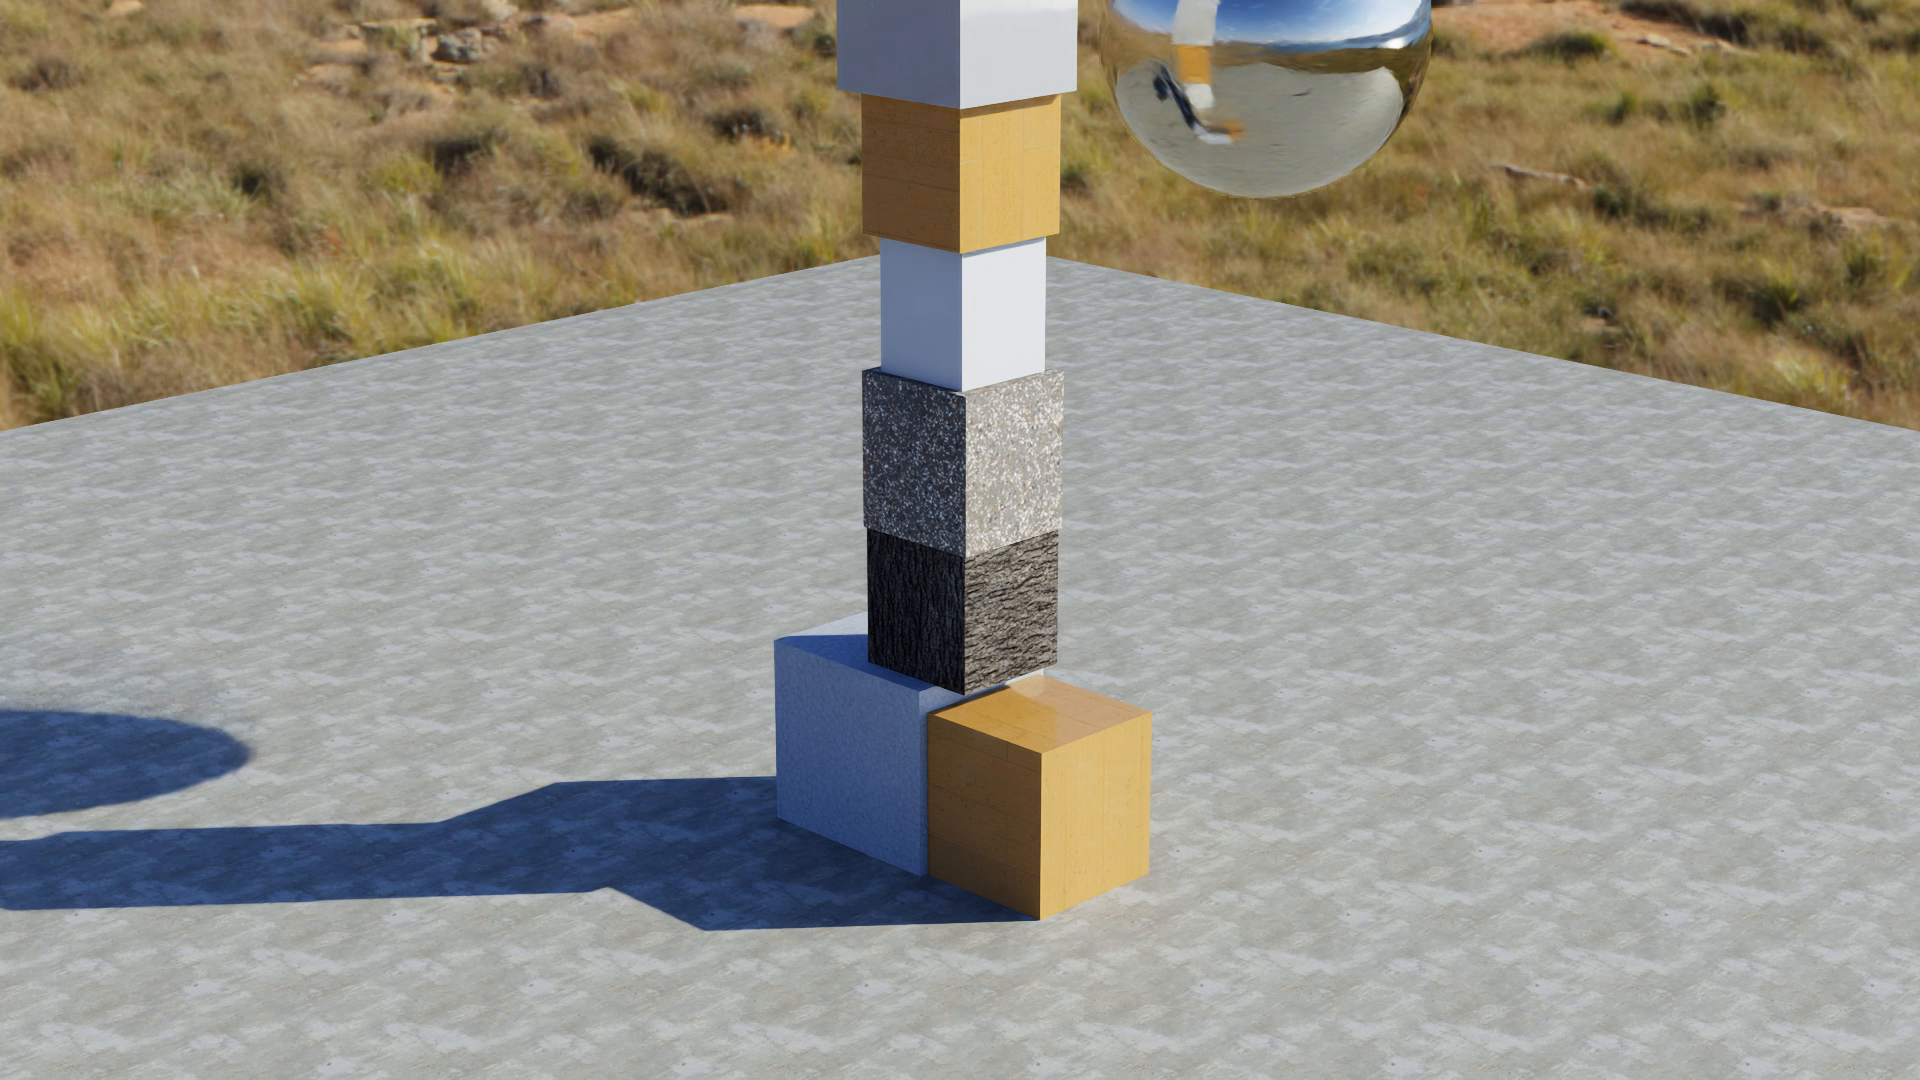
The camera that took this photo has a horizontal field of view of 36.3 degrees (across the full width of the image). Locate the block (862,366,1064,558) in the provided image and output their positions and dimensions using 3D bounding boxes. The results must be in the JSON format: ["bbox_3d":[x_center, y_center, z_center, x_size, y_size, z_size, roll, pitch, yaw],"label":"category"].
[{"bbox_3d":[0.012,-0.406,13.227,0.619,0.732,0.658,-17,24,-42],"label":"block"}]

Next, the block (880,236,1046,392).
[{"bbox_3d":[0.013,-1.055,13.024,0.523,0.628,0.512,-17,24,-42],"label":"block"}]

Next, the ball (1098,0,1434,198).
[{"bbox_3d":[1.467,-2.449,14.109,1.600,1.600,1.600,0,17,0],"label":"ball"}]

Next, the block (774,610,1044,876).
[{"bbox_3d":[-0.244,0.921,13.909,0.810,0.902,0.984,-17,24,-42],"label":"block"}]

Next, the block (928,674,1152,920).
[{"bbox_3d":[0.360,1.155,13.345,0.723,0.794,0.710,-17,24,-42],"label":"block"}]

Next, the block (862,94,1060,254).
[{"bbox_3d":[0.004,-1.654,12.826,0.619,0.634,0.607,-17,24,-42],"label":"block"}]

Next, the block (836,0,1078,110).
[{"bbox_3d":[-0.013,-2.336,12.593,0.713,0.808,0.753,-17,24,-42],"label":"block"}]

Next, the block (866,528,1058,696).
[{"bbox_3d":[0.012,0.255,13.434,0.602,0.653,0.631,-17,24,-42],"label":"block"}]
